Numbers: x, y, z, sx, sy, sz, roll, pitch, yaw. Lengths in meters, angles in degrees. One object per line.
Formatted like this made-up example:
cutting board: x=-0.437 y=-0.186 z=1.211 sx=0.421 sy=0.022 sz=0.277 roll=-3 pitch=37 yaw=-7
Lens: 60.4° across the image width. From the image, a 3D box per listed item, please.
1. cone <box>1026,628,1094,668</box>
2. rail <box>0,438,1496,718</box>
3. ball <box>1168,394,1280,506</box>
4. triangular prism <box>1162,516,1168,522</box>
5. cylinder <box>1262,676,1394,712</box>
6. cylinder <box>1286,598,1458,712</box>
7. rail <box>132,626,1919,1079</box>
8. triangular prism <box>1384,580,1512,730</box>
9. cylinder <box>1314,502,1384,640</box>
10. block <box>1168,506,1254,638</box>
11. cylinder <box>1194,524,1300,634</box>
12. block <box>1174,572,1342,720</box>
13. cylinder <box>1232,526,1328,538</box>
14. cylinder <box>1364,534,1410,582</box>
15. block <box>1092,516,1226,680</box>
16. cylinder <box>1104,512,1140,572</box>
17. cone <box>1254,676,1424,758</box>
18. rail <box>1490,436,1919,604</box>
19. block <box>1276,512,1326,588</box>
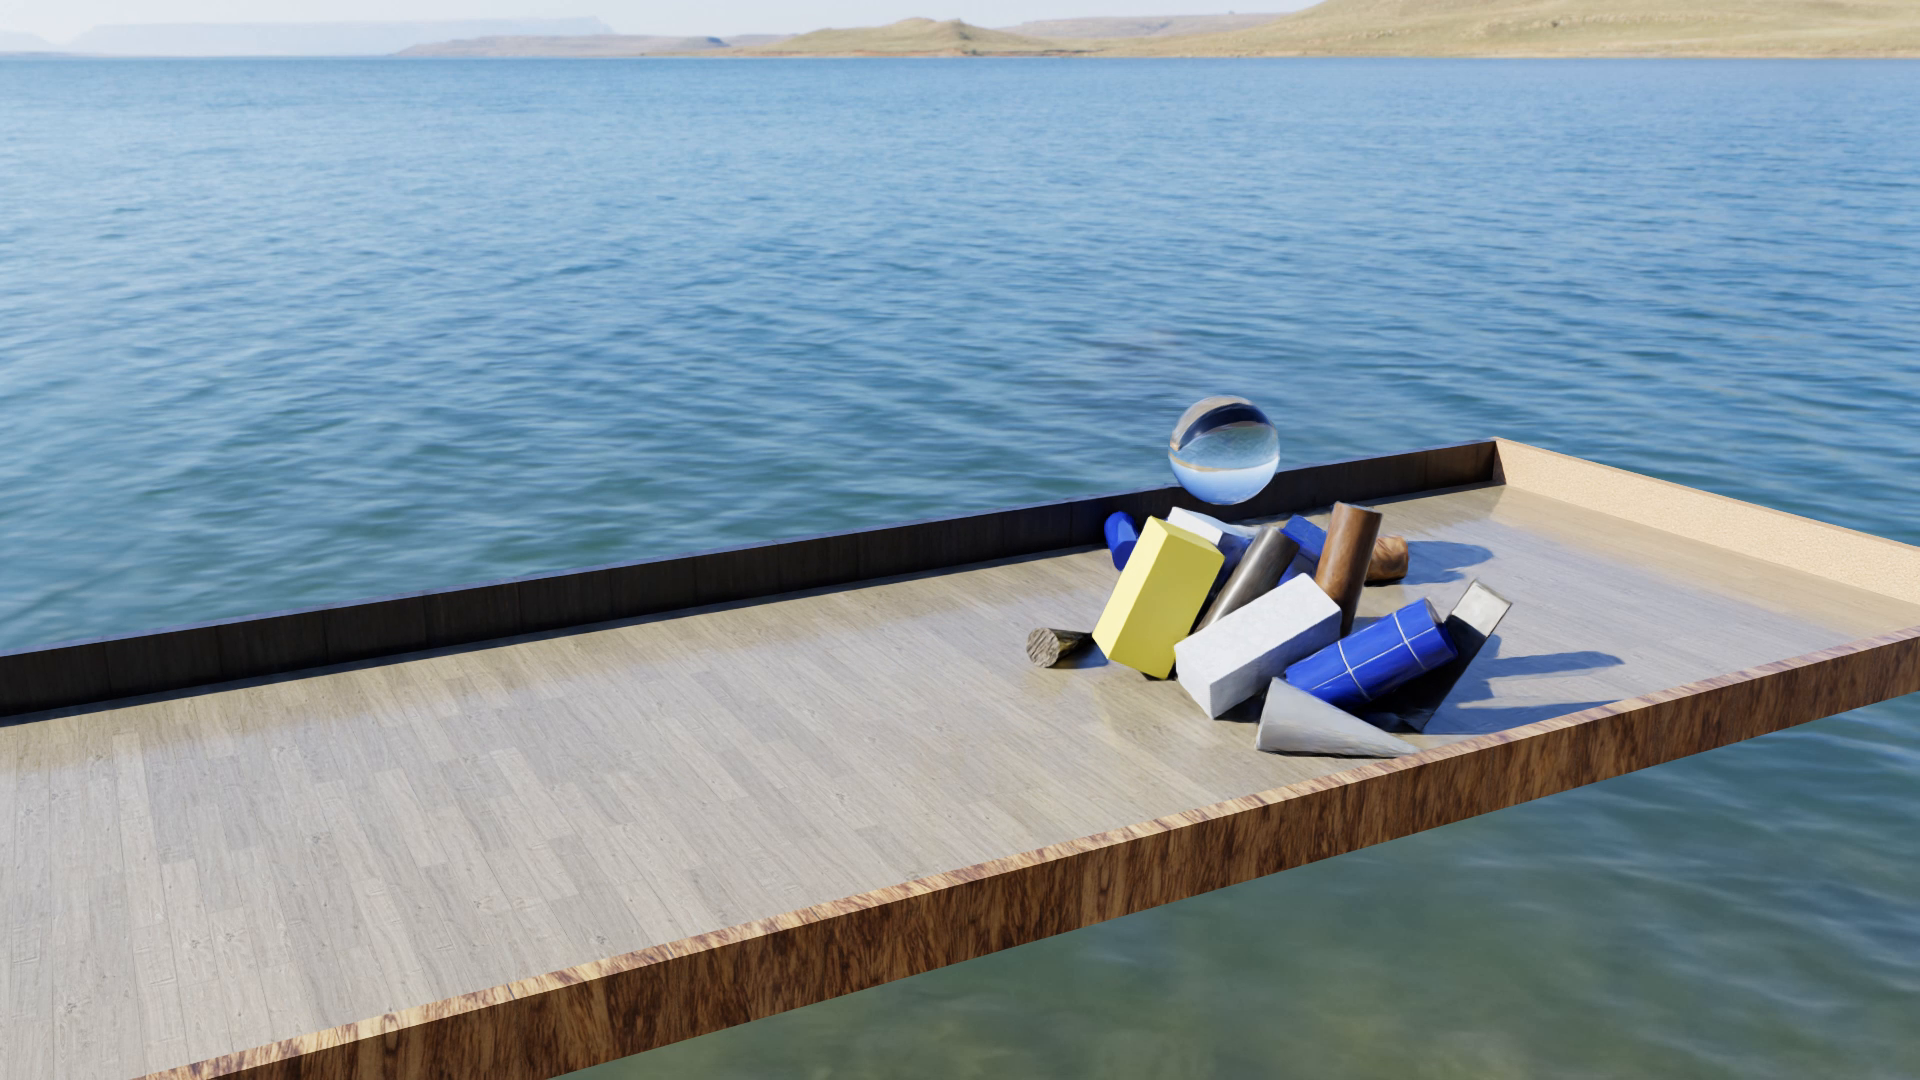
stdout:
cone: x=0.303 y=0.267 z=4.357 sx=0.103 sy=0.103 sz=0.303 roll=12 pitch=11 yaw=36
rail: x=-3.305 y=0.497 z=3.399 sx=12.000 sy=0.150 sz=0.050 roll=-9 pitch=18 yaw=-27
ball: x=0.797 y=-0.271 z=4.979 sx=0.334 sy=0.334 sz=0.334 roll=0 pitch=16 yaw=0
triangular prism: x=0.657 y=-0.019 z=5.042 sx=0.130 sy=0.113 sz=0.346 roll=-20 pitch=-2 yaw=22
cylinder: x=0.893 y=0.346 z=3.989 sx=0.303 sy=0.107 sz=0.107 roll=5 pitch=17 yaw=17
cylinder: x=0.947 y=0.284 z=3.807 sx=0.358 sy=0.156 sz=0.156 roll=-31 pitch=7 yaw=20
rail: x=-2.336 y=1.006 z=1.665 sx=12.000 sy=0.150 sz=0.050 roll=-9 pitch=18 yaw=-27
triangular prism: x=1.140 y=0.267 z=3.862 sx=0.099 sy=0.364 sz=0.086 roll=35 pitch=8 yaw=12
cylinder: x=0.931 y=0.134 z=4.086 sx=0.119 sy=0.443 sz=0.119 roll=14 pitch=8 yaw=-2
block: x=0.617 y=0.098 z=4.355 sx=0.175 sy=0.308 sz=0.175 roll=12 pitch=14 yaw=-46
cylinder: x=0.694 y=0.160 z=4.114 sx=0.108 sy=0.406 sz=0.108 roll=32 pitch=1 yaw=-1
block: x=0.713 y=0.251 z=3.941 sx=0.376 sy=0.141 sz=0.141 roll=-28 pitch=50 yaw=-13
cylinder: x=0.974 y=0.014 z=5.020 sx=0.443 sy=0.103 sz=0.103 roll=3 pitch=14 yaw=-21
cylinder: x=1.102 y=0.061 z=4.909 sx=0.437 sy=0.134 sz=0.134 roll=-3 pitch=17 yaw=-10
block: x=0.500 y=0.145 z=4.174 sx=0.165 sy=0.350 sz=0.165 roll=22 pitch=12 yaw=-15
cylinder: x=0.514 y=0.006 z=5.146 sx=0.107 sy=0.107 sz=0.321 roll=0 pitch=16 yaw=0
cone: x=0.884 y=0.440 z=3.704 sx=0.407 sy=0.169 sz=0.169 roll=15 pitch=19 yaw=9
rail: x=2.466 y=-0.048 z=5.253 sx=0.050 sy=0.150 sz=2.100 roll=-9 pitch=18 yaw=-27
block: x=0.848 y=0.123 z=4.297 sx=0.168 sy=0.318 sz=0.168 roll=33 pitch=25 yaw=10
